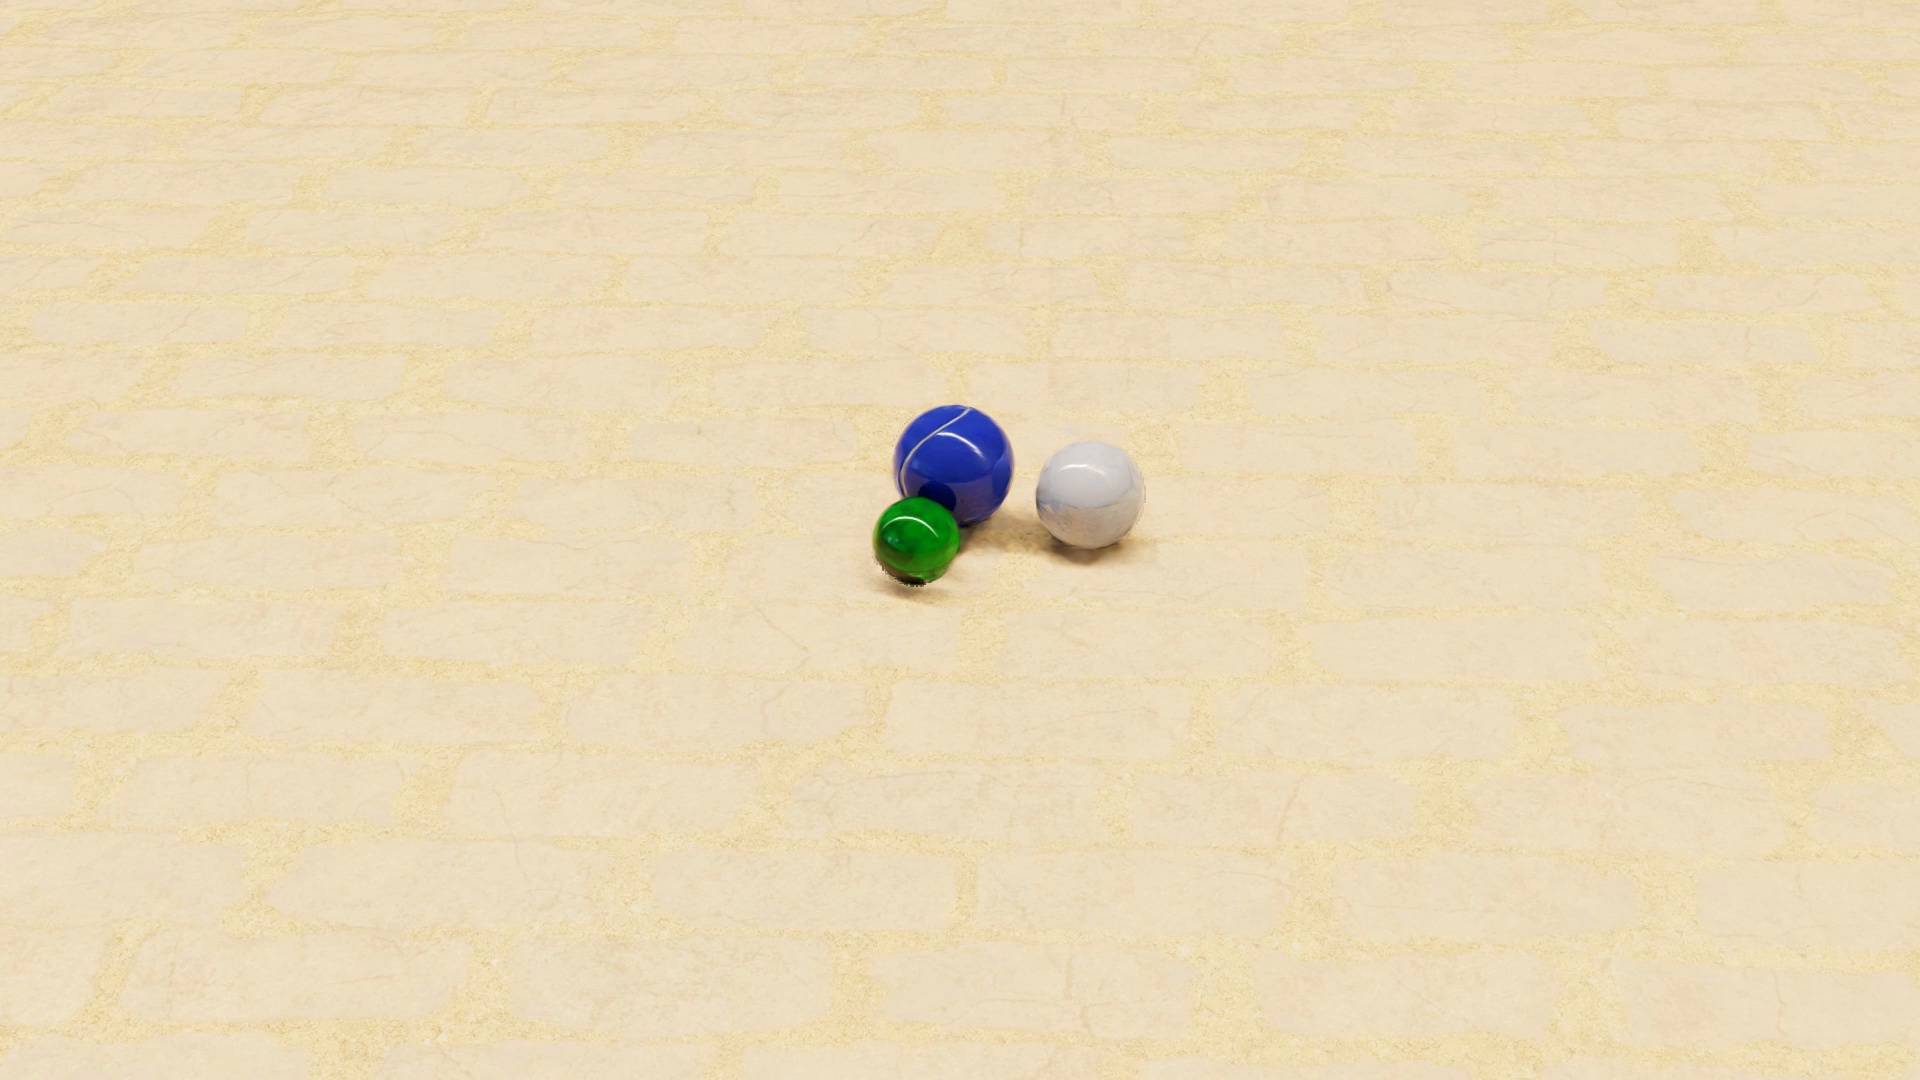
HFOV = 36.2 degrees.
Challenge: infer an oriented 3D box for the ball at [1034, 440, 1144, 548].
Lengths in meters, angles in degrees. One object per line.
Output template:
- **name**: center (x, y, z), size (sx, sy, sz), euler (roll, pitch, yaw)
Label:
- **ball**: center (0.072, -0.026, 1.645), size (0.061, 0.061, 0.061), euler (0, 31, 0)

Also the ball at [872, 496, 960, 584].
- **ball**: center (-0.024, 0.000, 1.614), size (0.049, 0.049, 0.049), euler (0, 31, 0)

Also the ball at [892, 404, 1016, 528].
- **ball**: center (-0.004, -0.042, 1.651), size (0.070, 0.070, 0.070), euler (0, 31, 0)
